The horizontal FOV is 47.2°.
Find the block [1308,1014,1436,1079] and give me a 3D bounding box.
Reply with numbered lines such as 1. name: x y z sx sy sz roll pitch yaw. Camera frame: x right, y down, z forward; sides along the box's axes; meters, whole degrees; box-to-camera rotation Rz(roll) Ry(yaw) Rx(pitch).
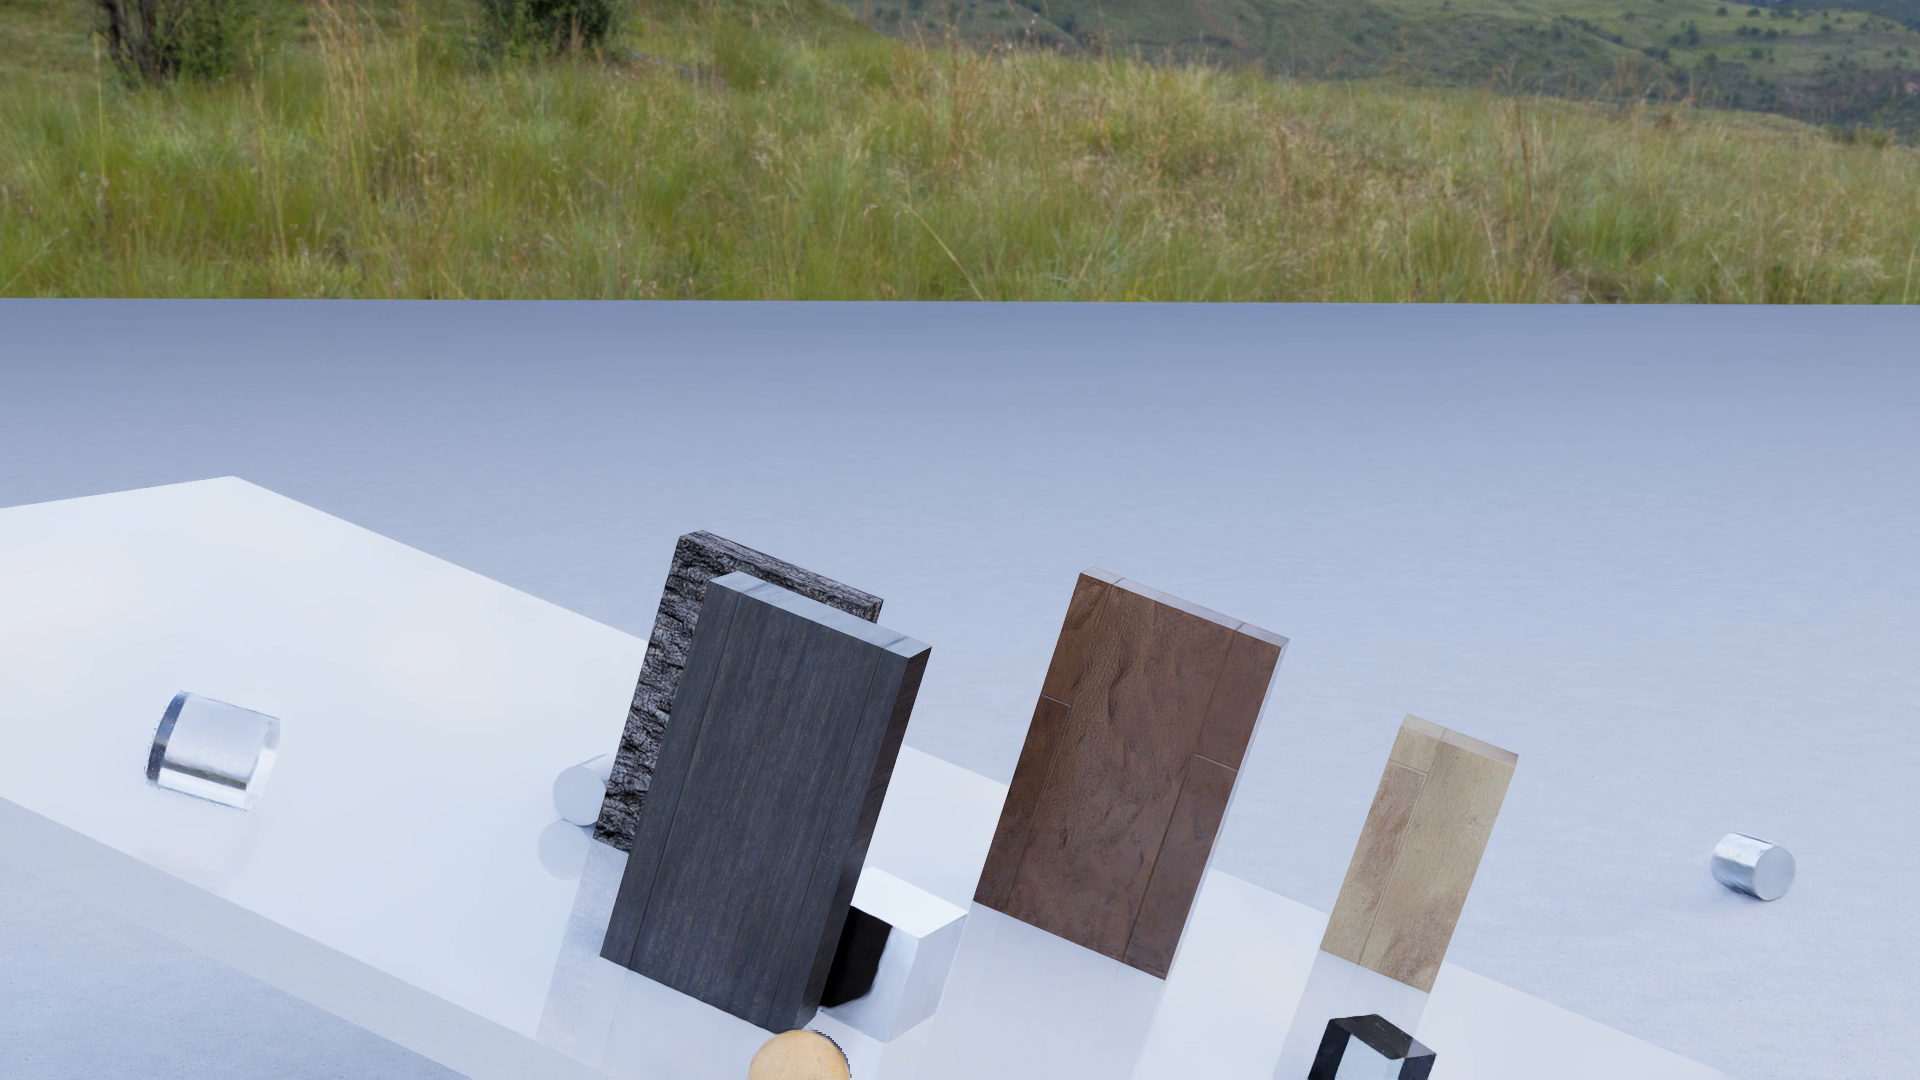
1. block: 0.734 0.951 3.934 0.143 0.143 0.143 6 16 -43

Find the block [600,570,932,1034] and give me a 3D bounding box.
1. block: -0.317 0.425 3.550 0.349 0.662 0.119 20 12 14

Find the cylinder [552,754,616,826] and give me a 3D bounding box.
1. cylinder: -0.691 0.471 4.152 0.114 0.114 0.114 2 7 18

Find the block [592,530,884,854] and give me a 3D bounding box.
1. block: -0.409 0.330 4.013 0.371 0.599 0.103 20 12 14

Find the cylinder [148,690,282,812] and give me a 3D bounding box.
1. cylinder: -1.260 0.357 3.721 0.165 0.165 0.165 17 6 -4

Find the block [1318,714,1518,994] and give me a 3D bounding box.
1. block: 0.975 0.664 4.675 0.247 0.521 0.137 20 12 14

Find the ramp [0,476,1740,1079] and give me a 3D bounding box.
1. ramp: -0.357 0.674 4.226 4.000 0.100 2.000 20 12 14

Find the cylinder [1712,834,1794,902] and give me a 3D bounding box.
1. cylinder: 2.370 0.977 6.573 0.167 0.167 0.167 -3 8 -25

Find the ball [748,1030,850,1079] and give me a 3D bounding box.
1. ball: -0.237 0.795 3.225 0.151 0.151 0.151 0 7 0

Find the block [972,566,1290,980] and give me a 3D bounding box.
1. block: 0.328 0.451 4.279 0.409 0.698 0.103 20 12 14

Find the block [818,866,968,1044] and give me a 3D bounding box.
1. block: -0.137 0.697 3.714 0.194 0.194 0.194 22 13 21
